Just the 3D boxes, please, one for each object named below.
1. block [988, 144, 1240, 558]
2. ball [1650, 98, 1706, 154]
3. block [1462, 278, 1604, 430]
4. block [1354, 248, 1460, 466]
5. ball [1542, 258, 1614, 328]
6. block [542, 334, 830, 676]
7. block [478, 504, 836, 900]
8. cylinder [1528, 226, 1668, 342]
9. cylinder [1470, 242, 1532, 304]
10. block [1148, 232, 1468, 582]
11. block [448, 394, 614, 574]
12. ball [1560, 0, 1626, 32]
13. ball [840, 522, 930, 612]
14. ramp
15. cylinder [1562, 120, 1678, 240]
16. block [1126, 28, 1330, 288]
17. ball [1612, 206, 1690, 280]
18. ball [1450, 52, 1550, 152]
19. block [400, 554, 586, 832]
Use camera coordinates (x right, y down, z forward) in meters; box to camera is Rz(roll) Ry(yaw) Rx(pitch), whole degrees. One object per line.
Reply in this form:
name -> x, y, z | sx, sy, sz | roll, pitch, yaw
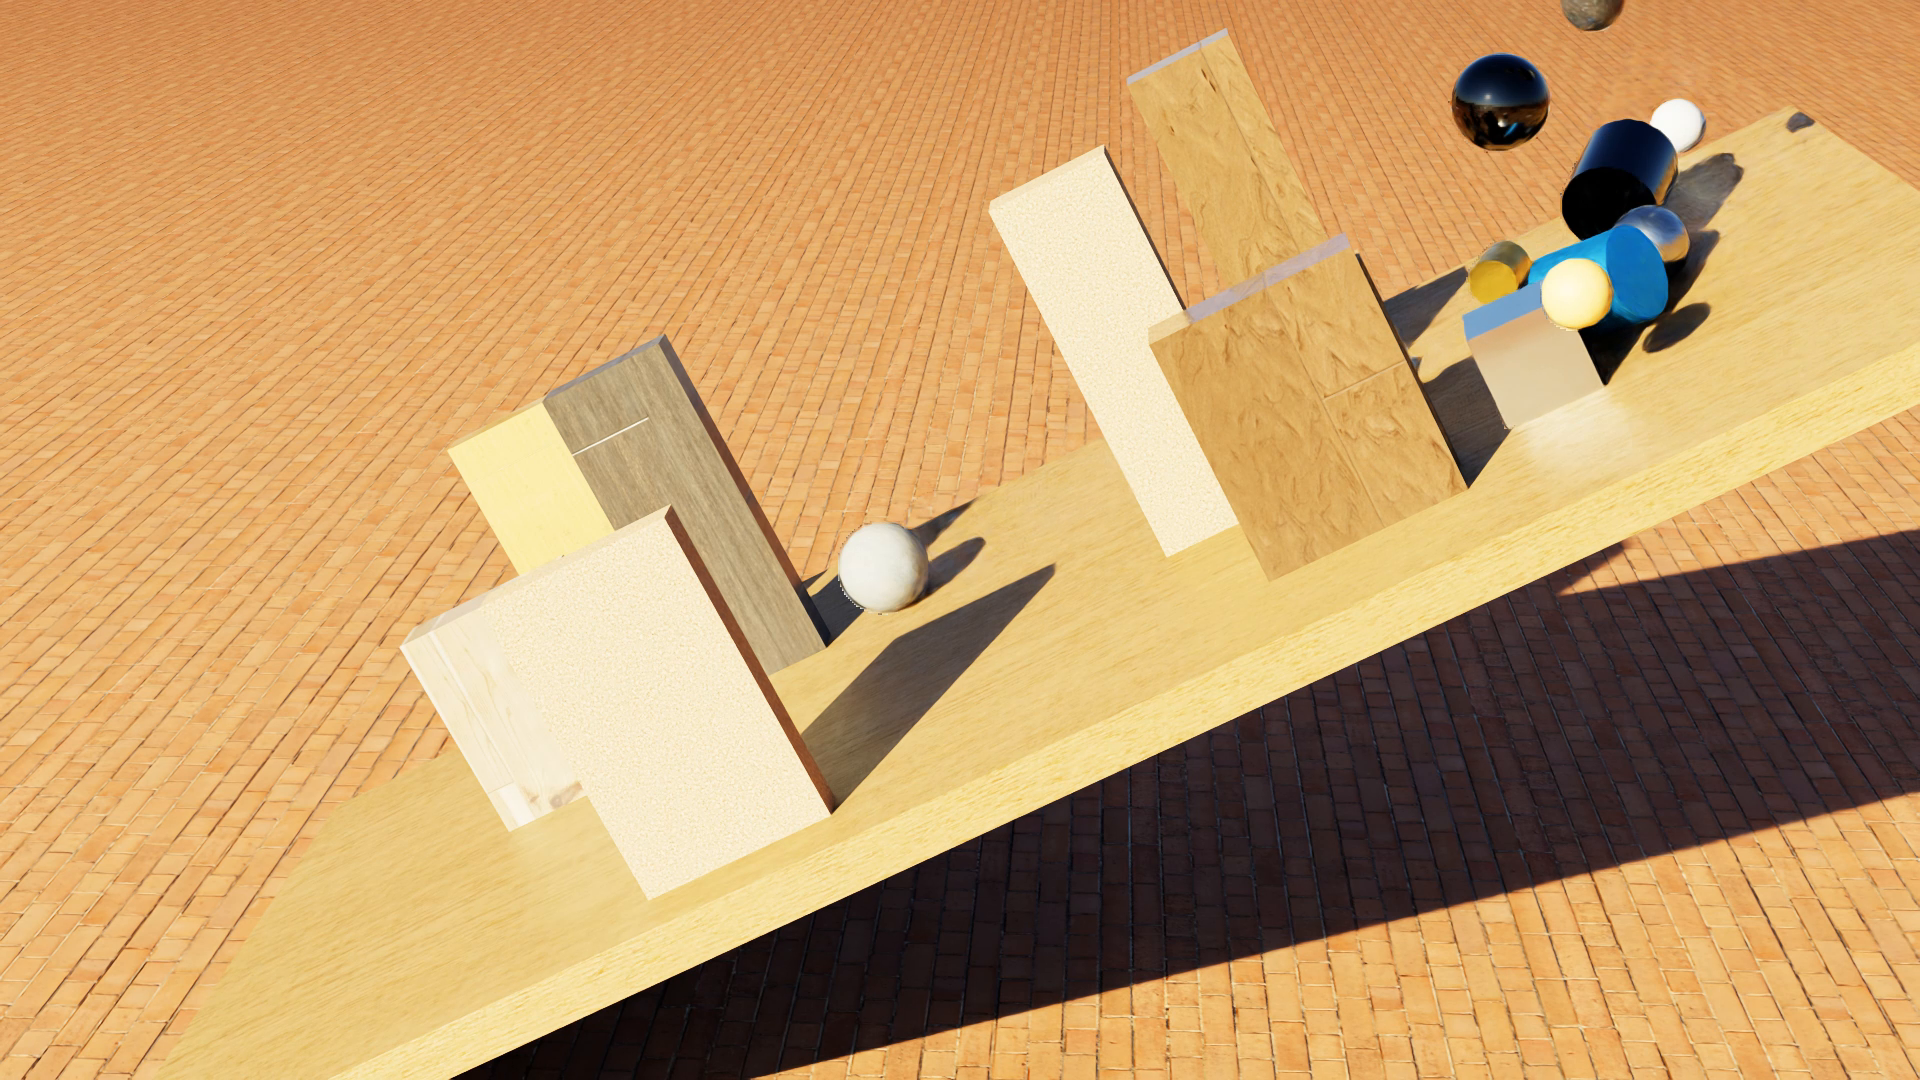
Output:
block -> 0.355, -0.378, 5.940 | 0.255, 0.799, 0.116 | -26, 14, 10
ball -> 1.711, -0.986, 7.012 | 0.129, 0.129, 0.129 | 0, 17, 0
block -> 1.110, -0.367, 5.707 | 0.197, 0.197, 0.197 | -24, 14, 15
block -> 0.740, -0.293, 5.634 | 0.265, 0.446, 0.103 | -26, 14, 10
ball -> 1.139, -0.455, 5.427 | 0.131, 0.131, 0.131 | 0, 17, 0
block -> -0.611, -0.045, 6.626 | 0.297, 0.789, 0.103 | -26, 14, 10
block -> -0.565, 0.310, 5.536 | 0.395, 0.653, 0.090 | -26, 14, 10
cylinder -> 1.272, -0.504, 5.867 | 0.195, 0.195, 0.195 | -16, -3, -42
cylinder -> 1.200, -0.591, 6.531 | 0.111, 0.111, 0.111 | 8, 30, 25
block -> 0.649, -0.247, 5.502 | 0.408, 0.512, 0.142 | -26, 14, 10
block -> -0.872, 0.039, 6.897 | 0.308, 0.756, 0.088 | -26, 14, 10
ball -> 1.265, -1.081, 5.882 | 0.129, 0.129, 0.129 | 0, 17, 0
ball -> -0.170, 0.061, 6.627 | 0.203, 0.203, 0.203 | 0, 17, 0
ramp -> 0.140, 0.168, 6.281 | 4.000, 0.100, 2.000 | -26, 14, 10
cylinder -> 1.399, -0.751, 6.231 | 0.204, 0.204, 0.204 | 7, 39, 23
block -> 0.672, -0.769, 6.791 | 0.254, 0.777, 0.124 | -26, 14, 10
ball -> 1.417, -0.606, 6.052 | 0.164, 0.164, 0.164 | 0, 17, 0
ball -> 1.101, -0.891, 5.991 | 0.200, 0.200, 0.200 | 0, 17, 0
block -> -0.938, 0.340, 6.508 | 0.387, 0.484, 0.131 | -26, 14, 10
